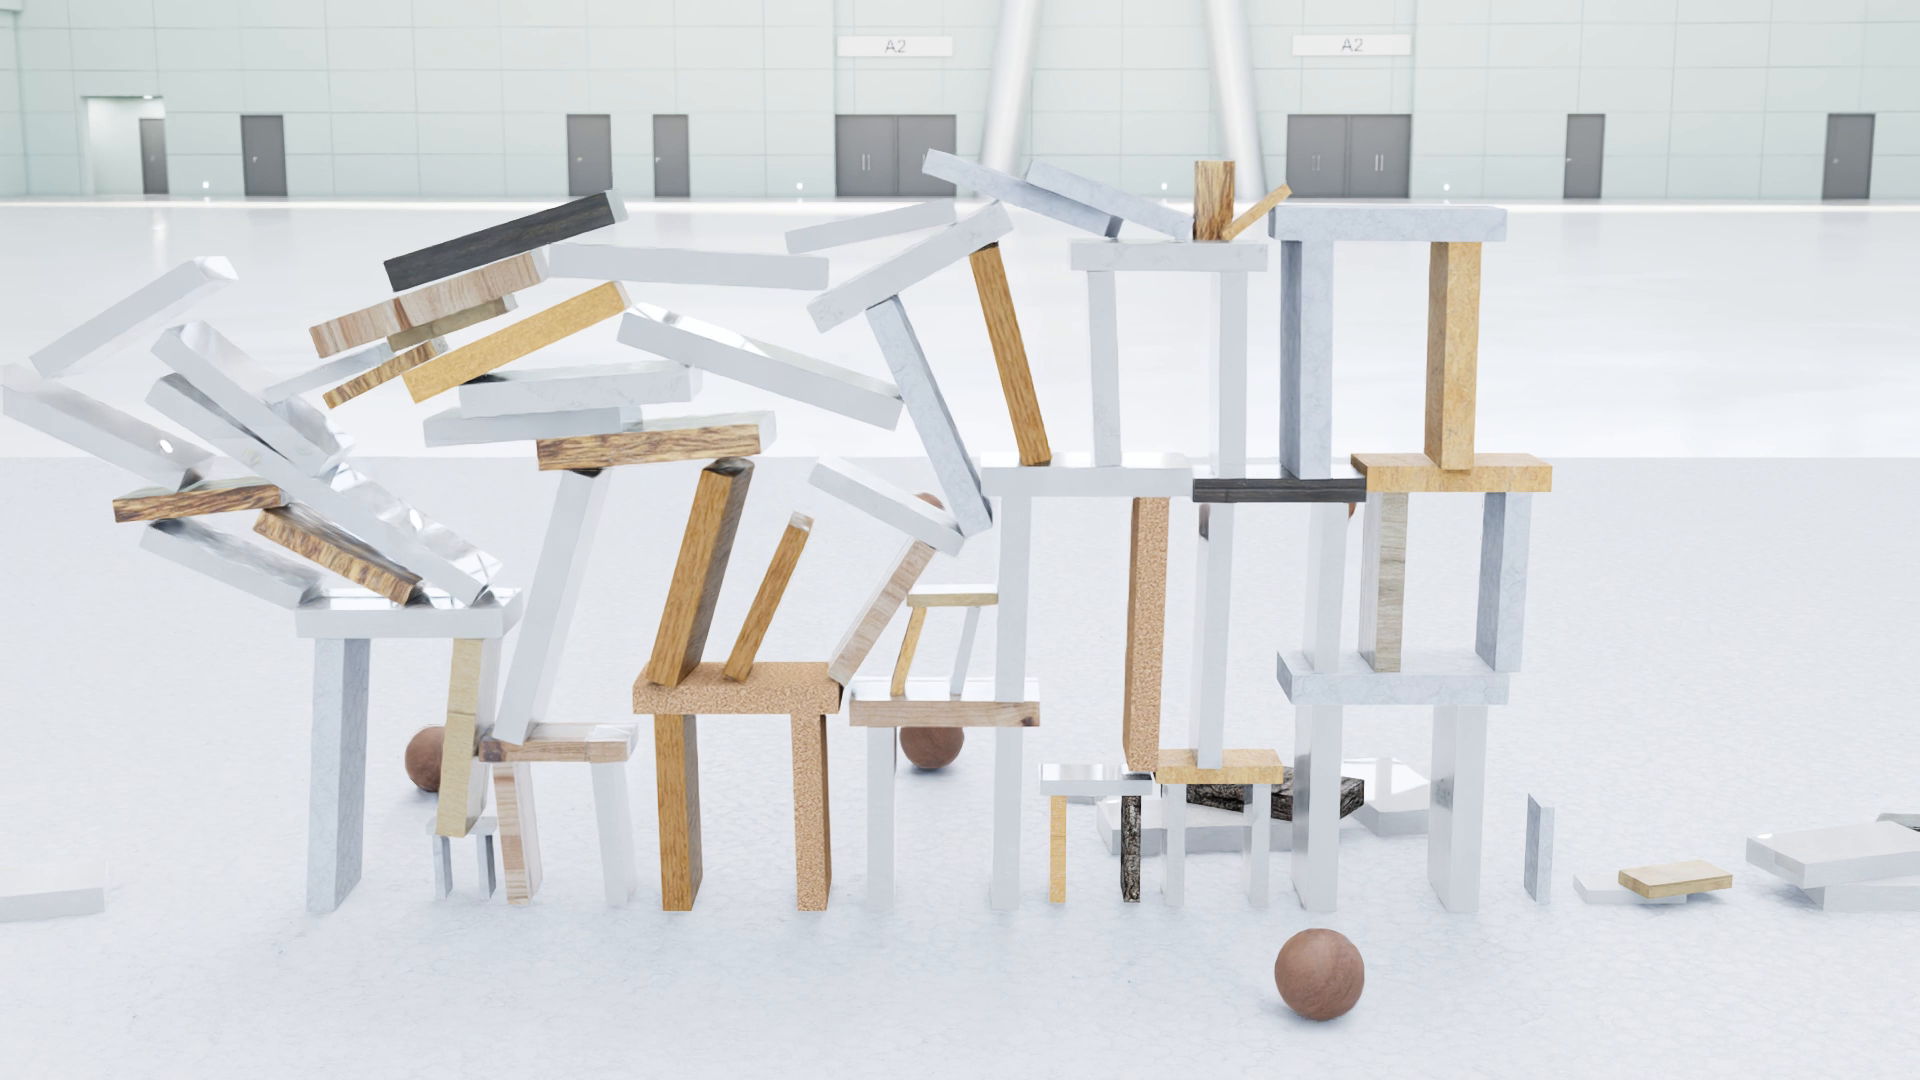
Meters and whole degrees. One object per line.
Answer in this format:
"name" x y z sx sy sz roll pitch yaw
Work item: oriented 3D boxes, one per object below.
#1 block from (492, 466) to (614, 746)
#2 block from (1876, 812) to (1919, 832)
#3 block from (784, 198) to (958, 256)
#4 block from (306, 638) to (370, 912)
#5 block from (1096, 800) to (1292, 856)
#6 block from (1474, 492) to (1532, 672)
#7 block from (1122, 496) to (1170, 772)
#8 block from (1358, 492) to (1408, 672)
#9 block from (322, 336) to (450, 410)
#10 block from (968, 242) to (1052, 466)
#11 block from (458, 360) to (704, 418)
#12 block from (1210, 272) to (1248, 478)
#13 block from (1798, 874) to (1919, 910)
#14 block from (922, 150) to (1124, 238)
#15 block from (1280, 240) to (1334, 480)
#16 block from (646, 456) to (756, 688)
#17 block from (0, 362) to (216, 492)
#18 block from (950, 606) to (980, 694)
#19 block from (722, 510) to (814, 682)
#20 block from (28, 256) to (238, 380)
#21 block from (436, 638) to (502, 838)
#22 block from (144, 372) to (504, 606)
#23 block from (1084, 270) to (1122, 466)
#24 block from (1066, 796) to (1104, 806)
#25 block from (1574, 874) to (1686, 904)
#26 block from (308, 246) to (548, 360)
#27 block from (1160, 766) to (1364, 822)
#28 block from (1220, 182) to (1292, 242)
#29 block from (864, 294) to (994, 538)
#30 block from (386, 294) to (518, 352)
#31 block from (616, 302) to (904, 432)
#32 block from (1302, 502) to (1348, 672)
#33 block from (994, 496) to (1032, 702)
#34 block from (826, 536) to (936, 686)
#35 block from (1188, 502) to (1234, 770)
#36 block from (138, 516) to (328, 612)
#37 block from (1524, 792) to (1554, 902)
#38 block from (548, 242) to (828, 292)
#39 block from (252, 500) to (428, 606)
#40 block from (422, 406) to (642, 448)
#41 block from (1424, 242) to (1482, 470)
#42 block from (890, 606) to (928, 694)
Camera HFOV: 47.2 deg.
"block" -0.662 0.094 3.583 0.050 0.454 0.177 17 11 -1
"block" 1.759 0.514 3.837 0.293 0.042 0.147 -1 2 27
"block" -0.138 -0.496 3.472 0.267 0.038 0.134 -11 9 2
"block" -1.023 0.366 3.623 0.047 0.455 0.165 5 10 -1
"block" 0.423 0.513 3.958 0.330 0.047 0.165 -1 11 -6
"block" 0.883 0.055 3.575 0.041 0.293 0.146 1 11 0
"block" 0.302 0.138 3.583 0.047 0.447 0.167 2 10 0
"block" 0.687 0.055 3.574 0.041 0.292 0.146 0 11 -1
"block" -0.906 -0.266 3.476 0.192 0.027 0.096 -26 10 3
"block" 0.080 -0.300 3.510 0.048 0.342 0.171 -14 10 3
"block" -0.596 -0.243 3.488 0.357 0.051 0.179 -4 11 0
"block" 0.428 -0.270 3.512 0.043 0.324 0.152 -1 10 1
"block" 1.829 0.571 3.659 0.837 0.042 0.147 0 11 0
"block" 0.103 -0.554 3.520 0.310 0.038 0.134 21 11 10
"block" 0.552 -0.295 3.514 0.050 0.371 0.176 -2 11 -2
"block" -0.419 0.047 3.555 0.050 0.354 0.177 17 12 3
"block" -1.387 -0.182 3.522 0.352 0.043 0.152 25 9 -6
"block" 0.008 0.171 3.595 0.021 0.147 0.073 12 10 -3
"block" -0.311 0.090 3.585 0.038 0.266 0.133 24 9 -5
"block" -1.303 -0.353 3.478 0.303 0.043 0.152 -30 7 5
"block" -0.804 0.304 3.608 0.047 0.329 0.165 8 11 -1
"block" -1.016 -0.088 3.541 0.594 0.045 0.158 33 9 -6
"block" 0.227 -0.281 3.510 0.043 0.304 0.152 -3 10 1
"block" 0.249 0.480 4.215 0.062 0.018 0.124 4 11 22
"block" 1.114 0.580 3.660 0.164 0.023 0.082 0 11 0
"block" -0.830 -0.376 3.468 0.358 0.051 0.179 -19 11 -2
"block" 0.552 0.454 4.016 0.330 0.047 0.165 7 12 32
"block" 0.466 -0.516 3.466 0.124 0.018 0.062 -37 6 10
"block" -0.047 -0.203 3.520 0.048 0.391 0.171 -23 10 5
"block" -0.801 -0.345 3.477 0.192 0.027 0.096 -19 11 2
"block" -0.311 -0.279 3.522 0.457 0.051 0.179 18 10 -3
"block" 0.593 0.064 3.572 0.039 0.275 0.138 2 11 0
"block" 0.084 0.081 3.574 0.047 0.333 0.167 2 11 0
"block" -0.126 0.105 3.583 0.038 0.266 0.133 33 9 -6
"block" 0.409 0.144 3.583 0.039 0.436 0.138 1 10 -1
"block" -1.176 0.034 3.568 0.265 0.038 0.133 23 10 -4
"block" 0.961 0.510 3.651 0.023 0.164 0.082 0 11 0
"block" -0.425 -0.432 3.469 0.426 0.051 0.179 2 8 -6
"block" -0.997 0.017 3.562 0.265 0.038 0.133 27 10 -4
"block" -0.682 -0.193 3.527 0.315 0.045 0.158 -4 11 4
"block" 0.781 -0.300 3.493 0.050 0.352 0.176 0 11 3
"block" -0.083 0.172 3.594 0.021 0.147 0.073 16 10 -3
